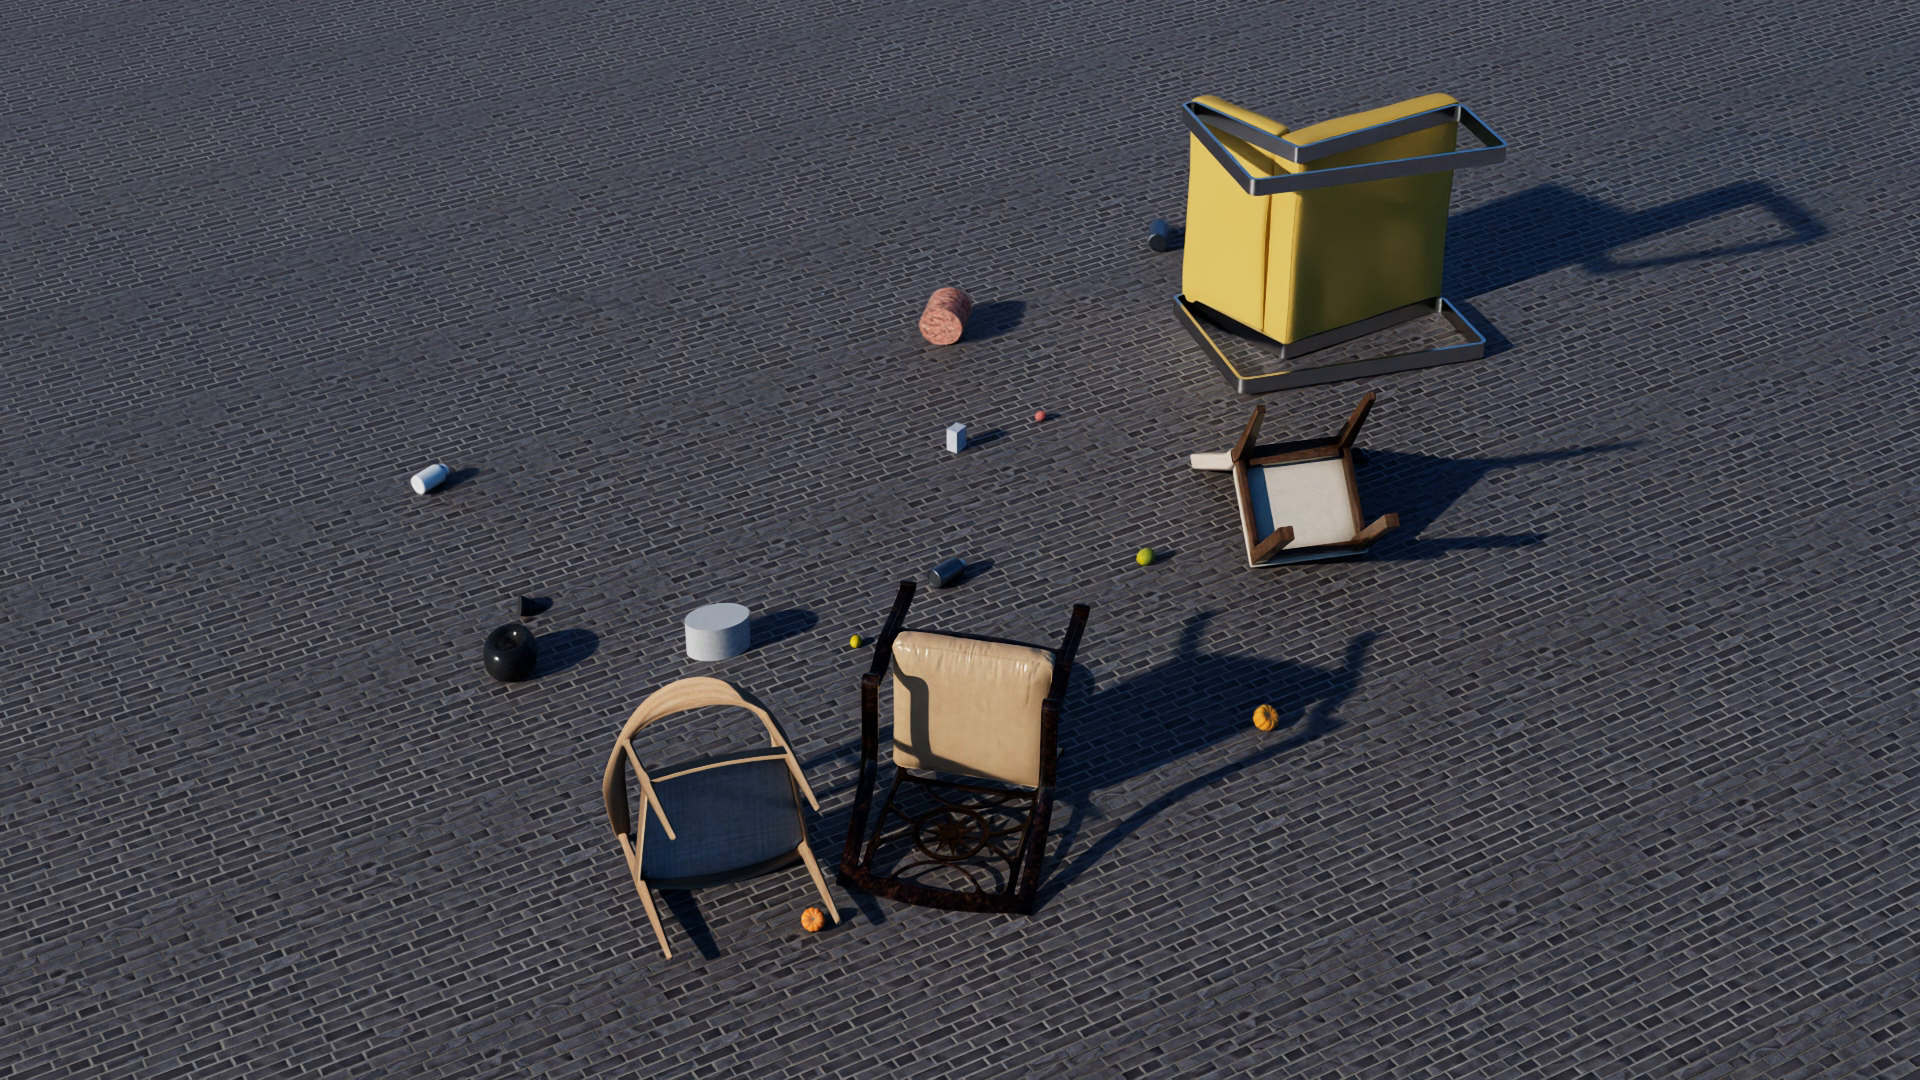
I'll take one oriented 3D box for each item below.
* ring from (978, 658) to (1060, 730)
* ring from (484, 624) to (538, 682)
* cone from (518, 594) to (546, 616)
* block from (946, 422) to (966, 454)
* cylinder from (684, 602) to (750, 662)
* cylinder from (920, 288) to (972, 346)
[{"bbox_3d":[0.203,0.525,10.066,0.271,0.092,0.379,12,35,17],"label":"ring"},{"bbox_3d":[-1.570,0.393,10.235,0.186,0.127,0.244,0,32,4],"label":"ring"},{"bbox_3d":[-1.532,0.240,10.553,0.108,0.061,0.107,7,29,-19],"label":"cone"},{"bbox_3d":[-0.013,-0.400,11.466,0.048,0.094,0.066,21,39,29],"label":"block"},{"bbox_3d":[-0.854,0.324,10.333,0.232,0.132,0.159,-12,35,-17],"label":"cylinder"},{"bbox_3d":[-0.061,-0.931,12.201,0.181,0.172,0.185,10,34,8],"label":"cylinder"}]
